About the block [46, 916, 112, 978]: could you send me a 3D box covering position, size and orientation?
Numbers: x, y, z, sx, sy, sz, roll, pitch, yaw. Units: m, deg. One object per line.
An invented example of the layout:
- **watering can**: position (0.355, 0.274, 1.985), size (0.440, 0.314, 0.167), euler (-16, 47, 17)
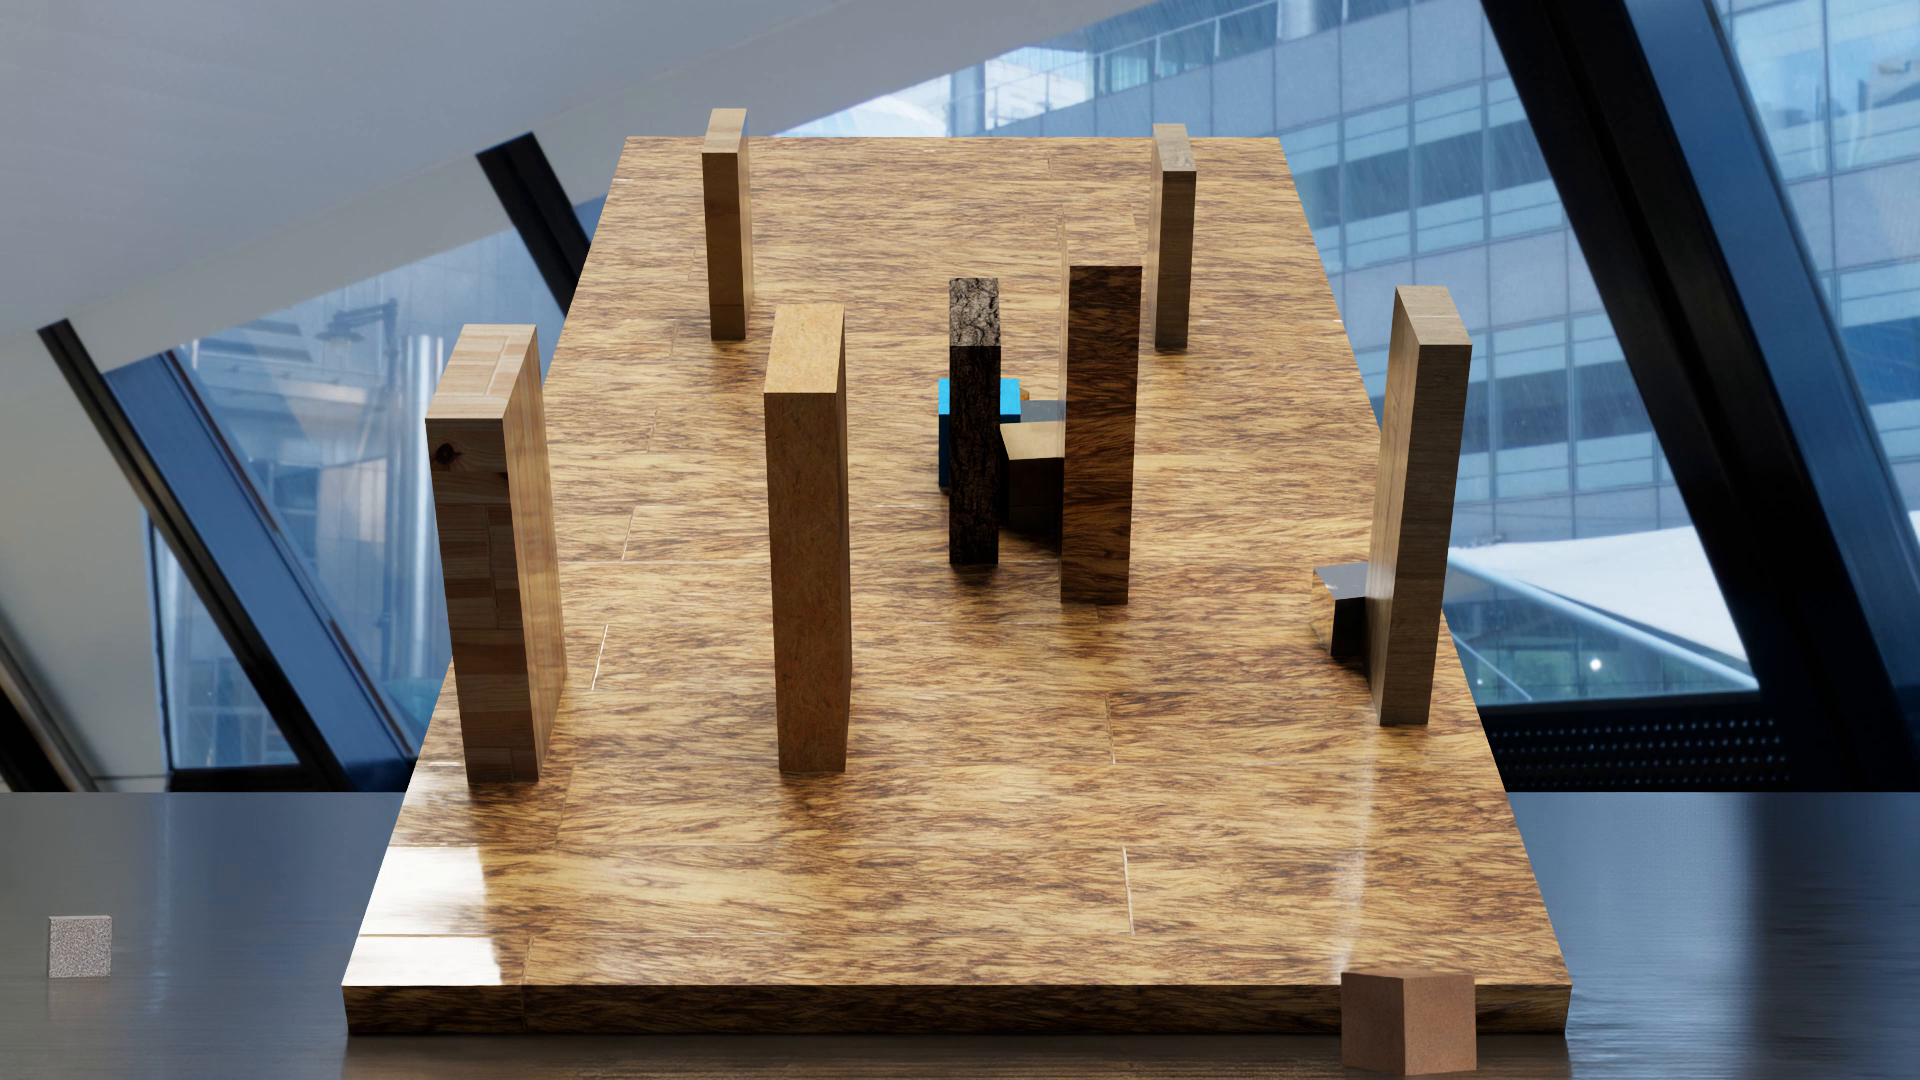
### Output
- **block**: position (-1.893, 0.873, 5.170), size (0.122, 0.122, 0.122), euler (3, -6, -24)

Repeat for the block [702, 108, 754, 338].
- **block**: position (-0.587, -0.804, 6.113), size (0.087, 0.497, 0.321), euler (0, 29, 0)

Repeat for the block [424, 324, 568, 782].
- **block**: position (-0.835, 0.025, 4.387), size (0.130, 0.743, 0.382), euler (0, 29, 0)

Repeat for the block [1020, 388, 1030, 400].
- **block**: position (0.082, -0.297, 5.608), size (0.113, 0.113, 0.113), euler (-22, 36, -34)

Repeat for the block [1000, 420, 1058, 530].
- **block**: position (0.180, -0.144, 5.277), size (0.171, 0.171, 0.171), euler (-3, 30, -6)

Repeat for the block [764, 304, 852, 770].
- **block**: position (-0.272, -0.001, 4.406), size (0.122, 0.774, 0.367), euler (0, 29, 0)

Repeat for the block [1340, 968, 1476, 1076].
- **block**: position (0.645, 0.692, 3.463), size (0.134, 0.134, 0.134), euler (4, -7, -31)

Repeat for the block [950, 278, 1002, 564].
- **block**: position (0.029, -0.256, 5.133), size (0.104, 0.507, 0.347), euler (0, 29, 0)

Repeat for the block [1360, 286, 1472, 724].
- **block**: position (0.844, -0.058, 4.494), size (0.092, 0.793, 0.258), euler (0, 29, 0)

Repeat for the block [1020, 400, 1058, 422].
- **block**: position (0.208, -0.217, 5.431), size (0.147, 0.147, 0.147), euler (0, 29, -1)

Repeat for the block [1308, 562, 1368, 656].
- **block**: position (0.787, 0.136, 4.825), size (0.129, 0.129, 0.129), euler (-6, 30, -11)

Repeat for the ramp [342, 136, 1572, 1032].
- **ramp**: position (-0.013, -0.214, 5.677), size (2.000, 0.100, 4.000), euler (0, 29, 0)

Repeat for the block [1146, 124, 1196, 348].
- **block**: position (0.531, -0.771, 6.088), size (0.081, 0.471, 0.339), euler (0, 29, 0)

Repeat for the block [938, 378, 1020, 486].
- **block**: position (0.043, -0.244, 5.443), size (0.181, 0.181, 0.181), euler (0, 29, 0)

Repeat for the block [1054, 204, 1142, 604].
- **block**: position (0.277, -0.276, 4.921), size (0.139, 0.751, 0.325), euler (0, 29, 0)
